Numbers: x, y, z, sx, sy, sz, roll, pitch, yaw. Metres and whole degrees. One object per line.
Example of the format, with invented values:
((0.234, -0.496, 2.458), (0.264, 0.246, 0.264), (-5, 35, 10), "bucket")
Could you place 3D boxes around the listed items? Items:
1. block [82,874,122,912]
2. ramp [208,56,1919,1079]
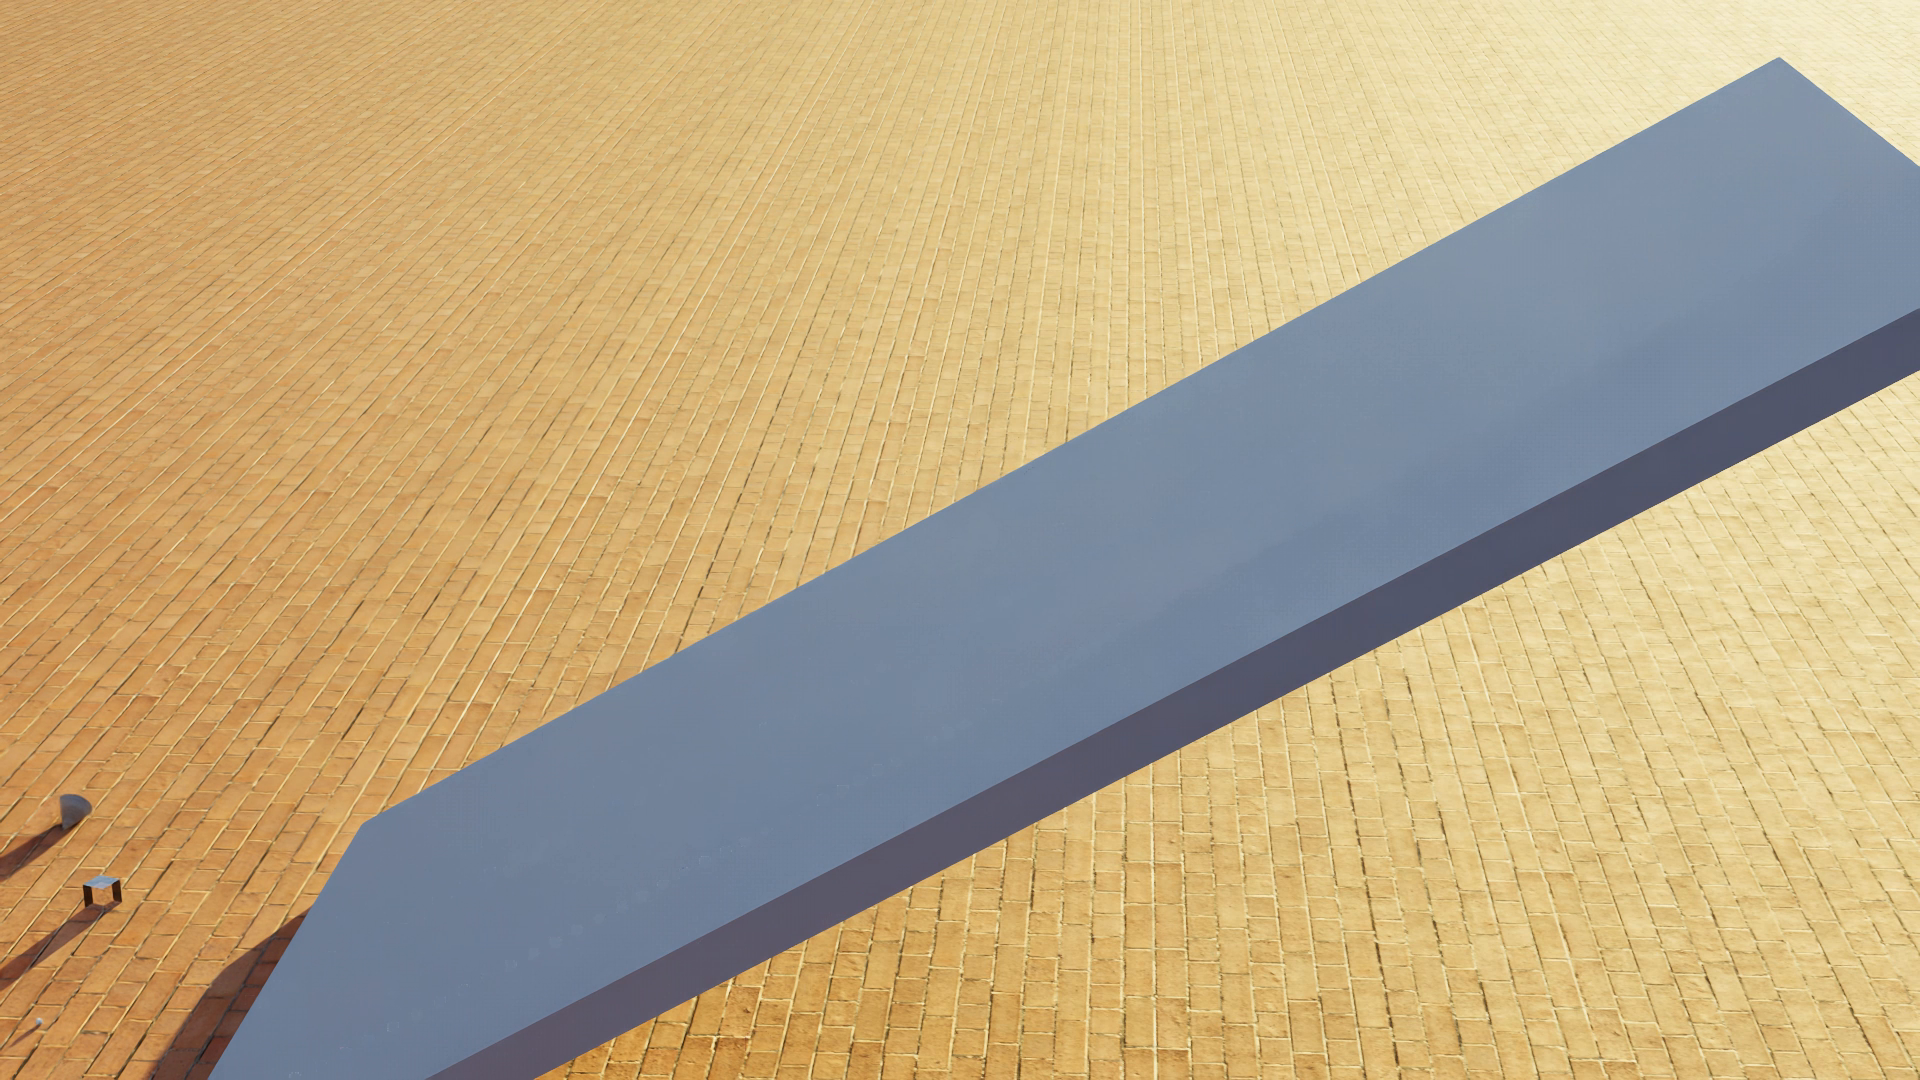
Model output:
((-2.145, 0.884, 7.358), (0.064, 0.064, 0.064), (8, 20, 23), "block")
((0.142, 0.168, 6.285), (4.000, 0.100, 2.000), (-28, 15, 12), "ramp")
